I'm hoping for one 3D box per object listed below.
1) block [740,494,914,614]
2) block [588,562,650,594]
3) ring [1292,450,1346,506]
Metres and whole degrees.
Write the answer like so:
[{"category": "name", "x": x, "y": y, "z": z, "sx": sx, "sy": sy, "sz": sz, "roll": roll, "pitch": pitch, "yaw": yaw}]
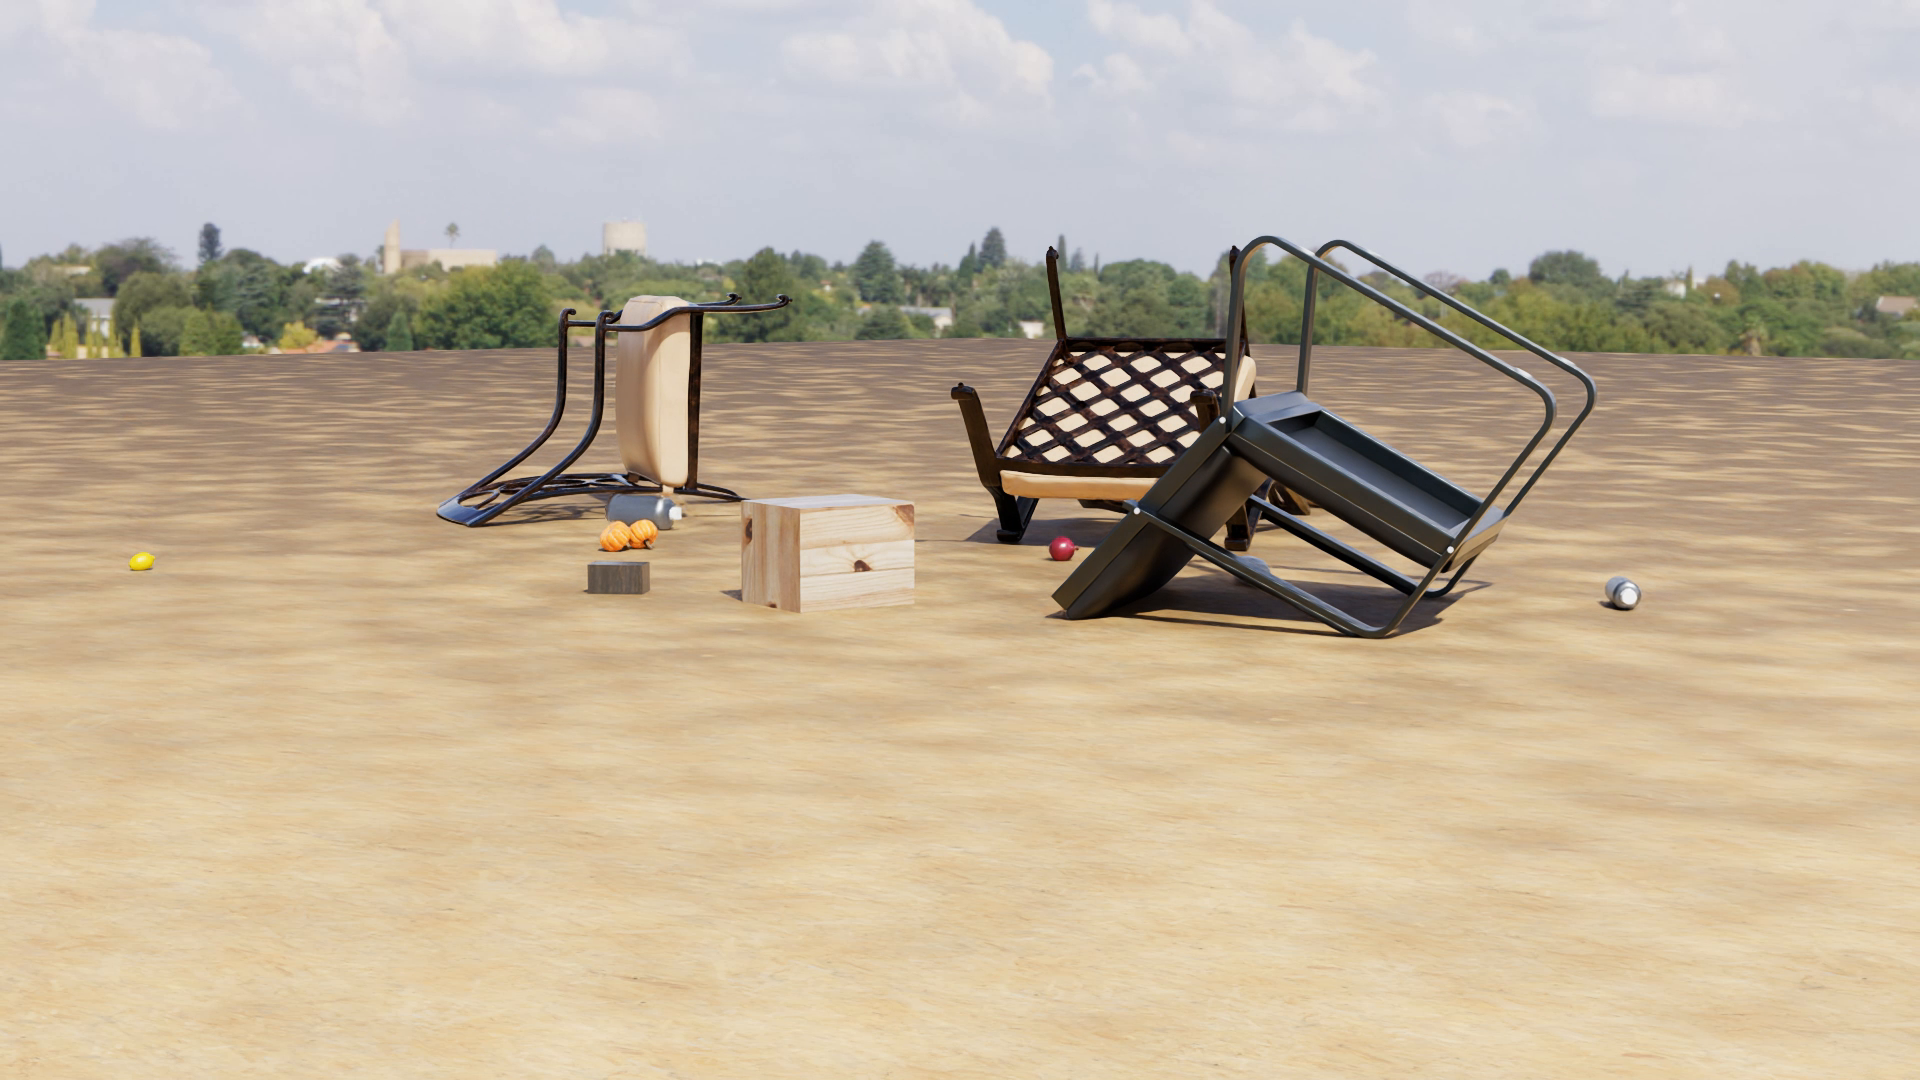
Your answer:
[{"category": "block", "x": -0.267, "y": 0.024, "z": 5.176, "sx": 0.269, "sy": 0.206, "sz": 0.227, "roll": -4, "pitch": 7, "yaw": -35}, {"category": "block", "x": -0.711, "y": 0.079, "z": 5.349, "sx": 0.116, "sy": 0.061, "sz": 0.067, "roll": 1, "pitch": 6, "yaw": 6}, {"category": "ring", "x": 1.044, "y": -0.180, "z": 7.457, "sx": 0.150, "sy": 0.147, "sz": 0.435, "roll": -2, "pitch": 5, "yaw": 4}]
